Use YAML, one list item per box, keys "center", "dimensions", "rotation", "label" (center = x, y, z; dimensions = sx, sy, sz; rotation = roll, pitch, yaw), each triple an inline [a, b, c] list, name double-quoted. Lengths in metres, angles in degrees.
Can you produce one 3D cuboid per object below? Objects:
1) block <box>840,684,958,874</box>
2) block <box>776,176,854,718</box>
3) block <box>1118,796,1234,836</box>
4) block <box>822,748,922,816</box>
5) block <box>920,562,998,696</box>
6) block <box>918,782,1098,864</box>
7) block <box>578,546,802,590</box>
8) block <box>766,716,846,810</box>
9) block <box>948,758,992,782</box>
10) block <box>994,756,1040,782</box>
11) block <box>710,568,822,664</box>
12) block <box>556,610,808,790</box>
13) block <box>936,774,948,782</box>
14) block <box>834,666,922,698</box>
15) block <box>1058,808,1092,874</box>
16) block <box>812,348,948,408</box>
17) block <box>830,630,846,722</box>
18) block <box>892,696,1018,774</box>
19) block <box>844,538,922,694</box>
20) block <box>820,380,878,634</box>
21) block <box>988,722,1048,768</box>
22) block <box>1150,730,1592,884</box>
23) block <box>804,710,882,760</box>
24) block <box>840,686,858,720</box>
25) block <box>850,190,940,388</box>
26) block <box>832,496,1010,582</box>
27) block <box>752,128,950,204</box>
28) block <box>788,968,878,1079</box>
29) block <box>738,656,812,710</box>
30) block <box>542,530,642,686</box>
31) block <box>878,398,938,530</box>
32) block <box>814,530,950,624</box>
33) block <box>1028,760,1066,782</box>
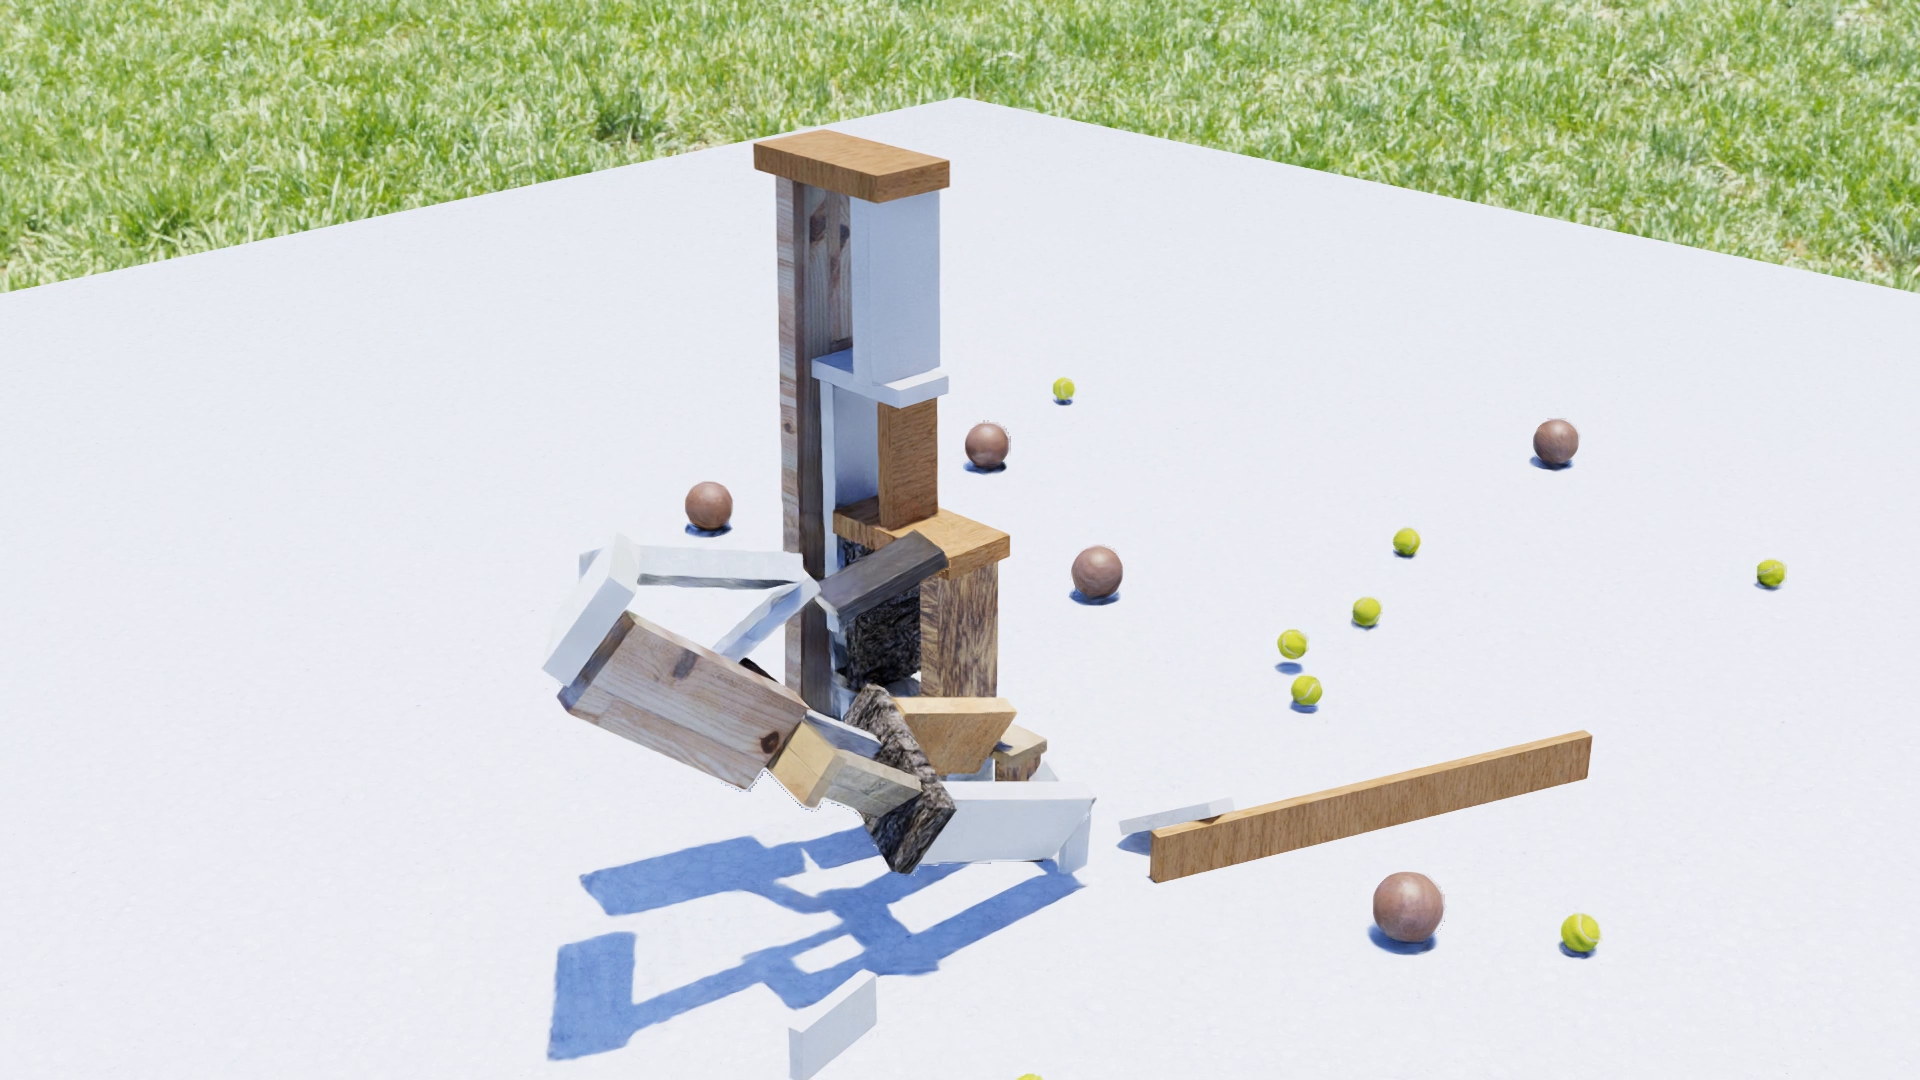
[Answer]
- center: [-0.128, 0.423, 3.923]
  dimensions: [0.045, 0.158, 0.317]
  rotation: [13, 31, -40]
  label: "block"
- center: [-0.277, -0.135, 4.471]
  dimensions: [0.180, 1.255, 0.051]
  rotation: [-21, 32, -40]
  label: "block"
- center: [0.424, 0.540, 4.303]
  dimensions: [0.203, 0.029, 0.102]
  rotation: [-17, -8, 32]
  label: "block"
- center: [-0.170, 0.417, 3.766]
  dimensions: [0.202, 0.101, 0.029]
  rotation: [27, 40, -45]
  label: "block"
- center: [0.000, 0.192, 4.310]
  dimensions: [0.166, 0.331, 0.047]
  rotation: [-21, 31, -40]
  label: "block"
- center: [0.071, 0.514, 4.019]
  dimensions: [0.395, 0.158, 0.045]
  rotation: [7, 35, -47]
  label: "block"
- center: [-0.485, 0.050, 3.961]
  dimensions: [0.359, 0.051, 0.180]
  rotation: [3, -8, -29]
  label: "block"
- center: [-0.279, 0.361, 3.728]
  dimensions: [0.029, 0.101, 0.202]
  rotation: [28, 6, -42]
  label: "block"
- center: [0.020, 0.471, 4.399]
  dimensions: [0.028, 0.196, 0.098]
  rotation: [21, 31, 41]
  label: "block"
- center: [0.113, 0.507, 4.314]
  dimensions: [0.098, 0.196, 0.028]
  rotation: [-21, 31, -40]
  label: "block"
- center: [-0.360, 0.148, 4.038]
  dimensions: [0.234, 0.033, 0.117]
  rotation: [-41, 12, -5]
  label: "block"
- center: [-0.448, 0.266, 3.606]
  dimensions: [0.413, 0.180, 0.051]
  rotation: [31, 9, -44]
  label: "block"
- center: [-0.020, 0.489, 4.452]
  dimensions: [0.017, 0.122, 0.061]
  rotation: [21, 31, 41]
  label: "block"
- center: [-0.161, 0.298, 4.531]
  dimensions: [0.096, 0.027, 0.193]
  rotation: [-21, 31, -41]
  label: "block"
- center: [0.221, 0.575, 4.236]
  dimensions: [0.064, 0.128, 0.018]
  rotation: [-15, 27, -41]
  label: "block"
- center: [-0.156, -0.318, 4.265]
  dimensions: [0.128, 0.036, 0.256]
  rotation: [-20, 30, -39]
  label: "block"
- center: [-0.251, 0.309, 4.634]
  dimensions: [0.013, 0.311, 0.045]
  rotation: [21, 31, 40]
  label: "block"
- center: [-0.045, 0.369, 4.131]
  dimensions: [0.317, 0.158, 0.045]
  rotation: [5, 35, -49]
  label: "block"
- center: [-0.155, 0.133, 4.456]
  dimensions: [0.047, 0.335, 0.166]
  rotation: [21, 31, 40]
  label: "block"
- center: [-0.215, -0.078, 4.431]
  dimensions: [0.036, 0.535, 0.128]
  rotation: [21, 31, 40]
  label: "block"
- center: [0.066, 0.386, 4.313]
  dimensions: [0.098, 0.028, 0.196]
  rotation: [-21, 31, -41]
  label: "block"
- center: [0.837, 0.526, 4.391]
  dimensions: [1.019, 0.102, 0.029]
  rotation: [-10, 25, -22]
  label: "block"
- center: [-0.237, 0.365, 3.859]
  dimensions: [0.202, 0.101, 0.029]
  rotation: [27, 11, -45]
  label: "block"
- center: [-0.206, 0.381, 4.616]
  dimensions: [0.027, 0.193, 0.096]
  rotation: [21, 31, 41]
  label: "block"
- center: [-0.120, -0.484, 4.150]
  dimensions: [0.180, 0.360, 0.051]
  rotation: [-21, 31, -40]
  label: "block"
- center: [-0.078, -0.013, 4.309]
  dimensions: [0.166, 0.047, 0.331]
  rotation: [-21, 31, -40]
  label: "block"
- center: [-0.207, -0.708, 4.151]
  dimensions: [0.180, 0.051, 0.360]
  rotation: [-20, 30, -39]
  label: "block"
- center: [-0.213, 0.817, 3.704]
  dimensions: [0.029, 0.102, 0.203]
  rotation: [15, 27, 32]
  label: "block"
- center: [-0.336, 0.335, 4.036]
  dimensions: [0.250, 0.117, 0.033]
  rotation: [36, 22, 23]
  label: "block"
- center: [-0.592, 0.105, 3.555]
  dimensions: [0.051, 0.180, 0.359]
  rotation: [35, 5, -12]
  label: "block"
- center: [-0.100, -0.159, 4.265]
  dimensions: [0.036, 0.256, 0.128]
  rotation: [20, 30, 39]
  label: "block"
- center: [-0.151, 0.067, 4.105]
  dimensions: [0.234, 0.033, 0.117]
  rotation: [-29, 32, -17]
  label: "block"
- center: [0.183, 0.489, 4.203]
  dimensions: [0.018, 0.064, 0.128]
  rotation: [9, 35, -47]
  label: "block"
